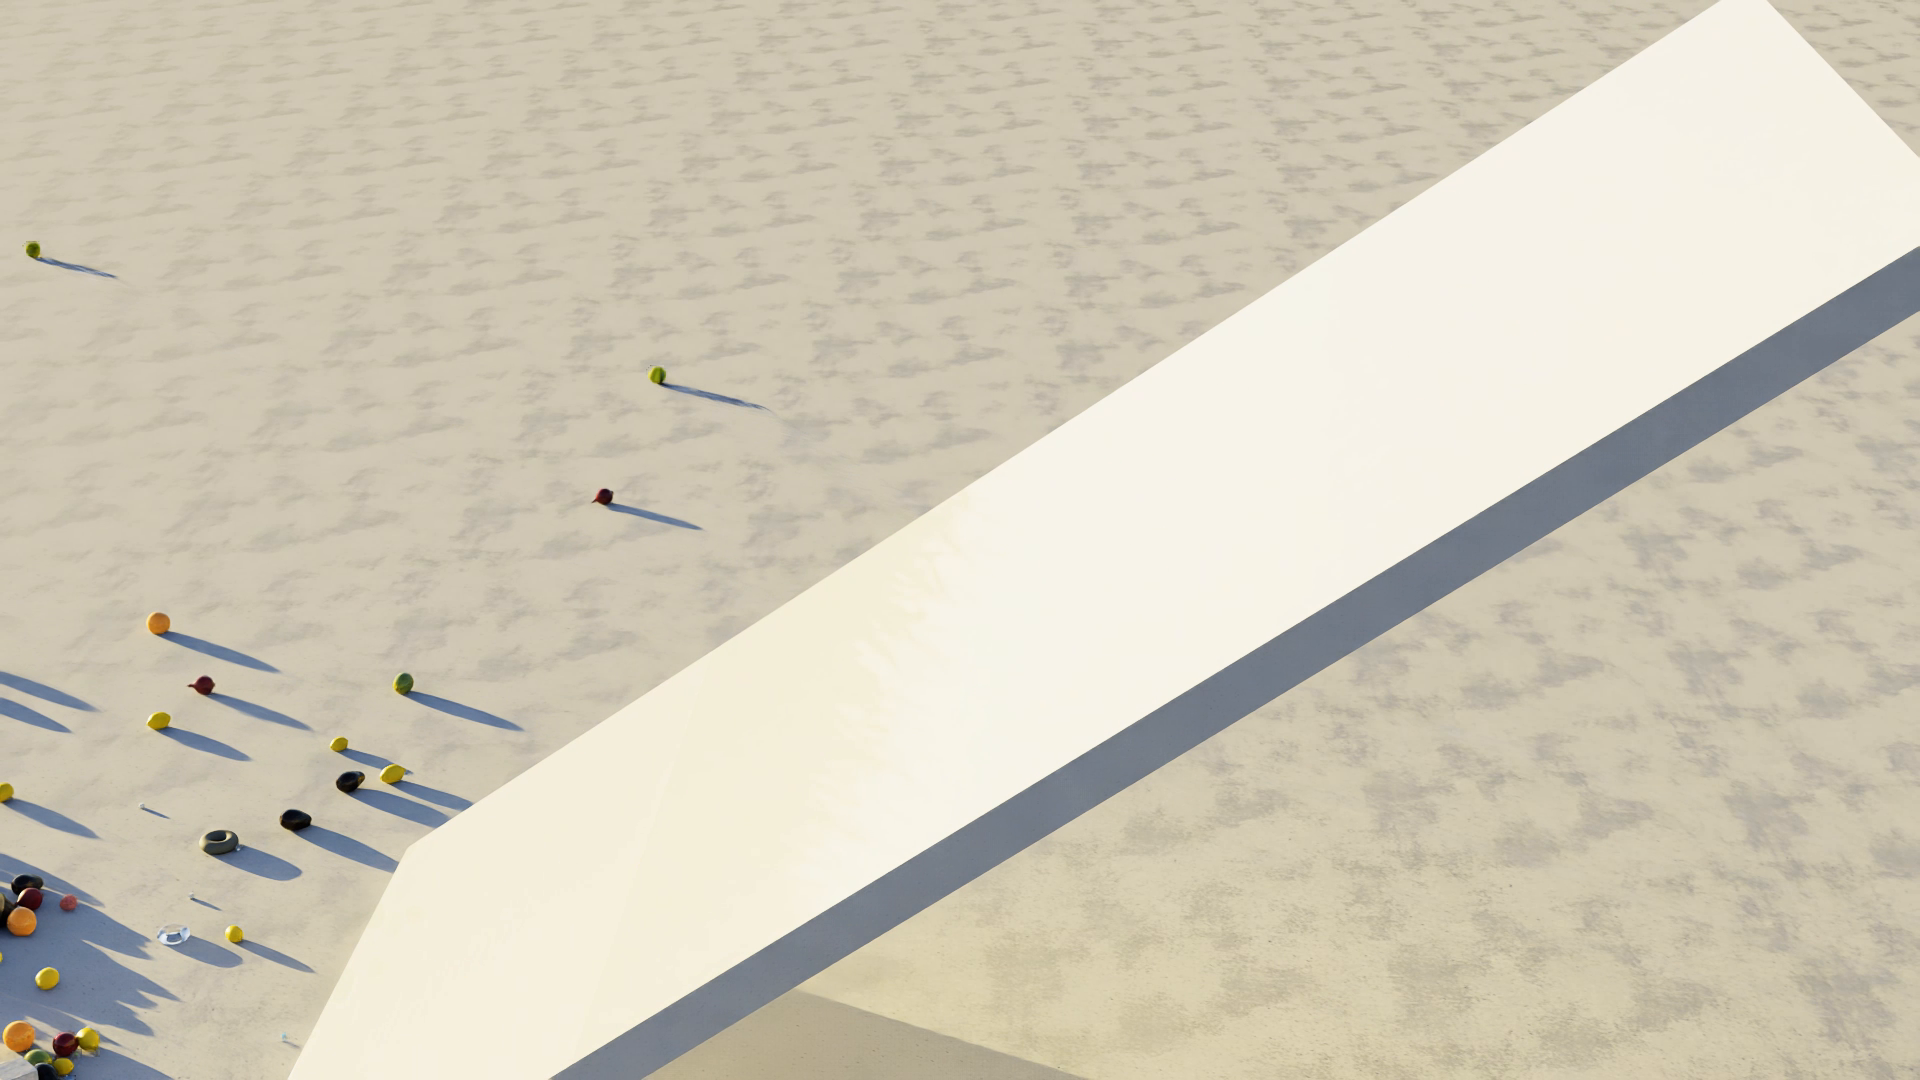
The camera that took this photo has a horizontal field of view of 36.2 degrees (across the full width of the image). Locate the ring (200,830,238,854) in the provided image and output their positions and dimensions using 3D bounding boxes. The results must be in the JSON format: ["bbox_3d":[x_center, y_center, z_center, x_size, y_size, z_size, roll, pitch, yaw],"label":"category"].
[{"bbox_3d":[-1.994,0.813,7.916,0.104,0.035,0.104,1,22,0],"label":"ring"}]

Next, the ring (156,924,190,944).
[{"bbox_3d":[-1.994,0.999,7.454,0.082,0.027,0.082,0,23,0],"label":"ring"}]

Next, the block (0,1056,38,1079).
[{"bbox_3d":[-2.168,1.248,6.748,0.080,0.080,0.080,-18,28,-38],"label":"block"}]

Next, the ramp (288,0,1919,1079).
[{"bbox_3d":[0.135,0.174,6.308,4.000,0.100,2.000,-33,16,15],"label":"ramp"}]

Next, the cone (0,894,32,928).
[{"bbox_3d":[-2.420,0.962,7.528,0.092,0.092,0.092,19,10,-32],"label":"cone"}]
